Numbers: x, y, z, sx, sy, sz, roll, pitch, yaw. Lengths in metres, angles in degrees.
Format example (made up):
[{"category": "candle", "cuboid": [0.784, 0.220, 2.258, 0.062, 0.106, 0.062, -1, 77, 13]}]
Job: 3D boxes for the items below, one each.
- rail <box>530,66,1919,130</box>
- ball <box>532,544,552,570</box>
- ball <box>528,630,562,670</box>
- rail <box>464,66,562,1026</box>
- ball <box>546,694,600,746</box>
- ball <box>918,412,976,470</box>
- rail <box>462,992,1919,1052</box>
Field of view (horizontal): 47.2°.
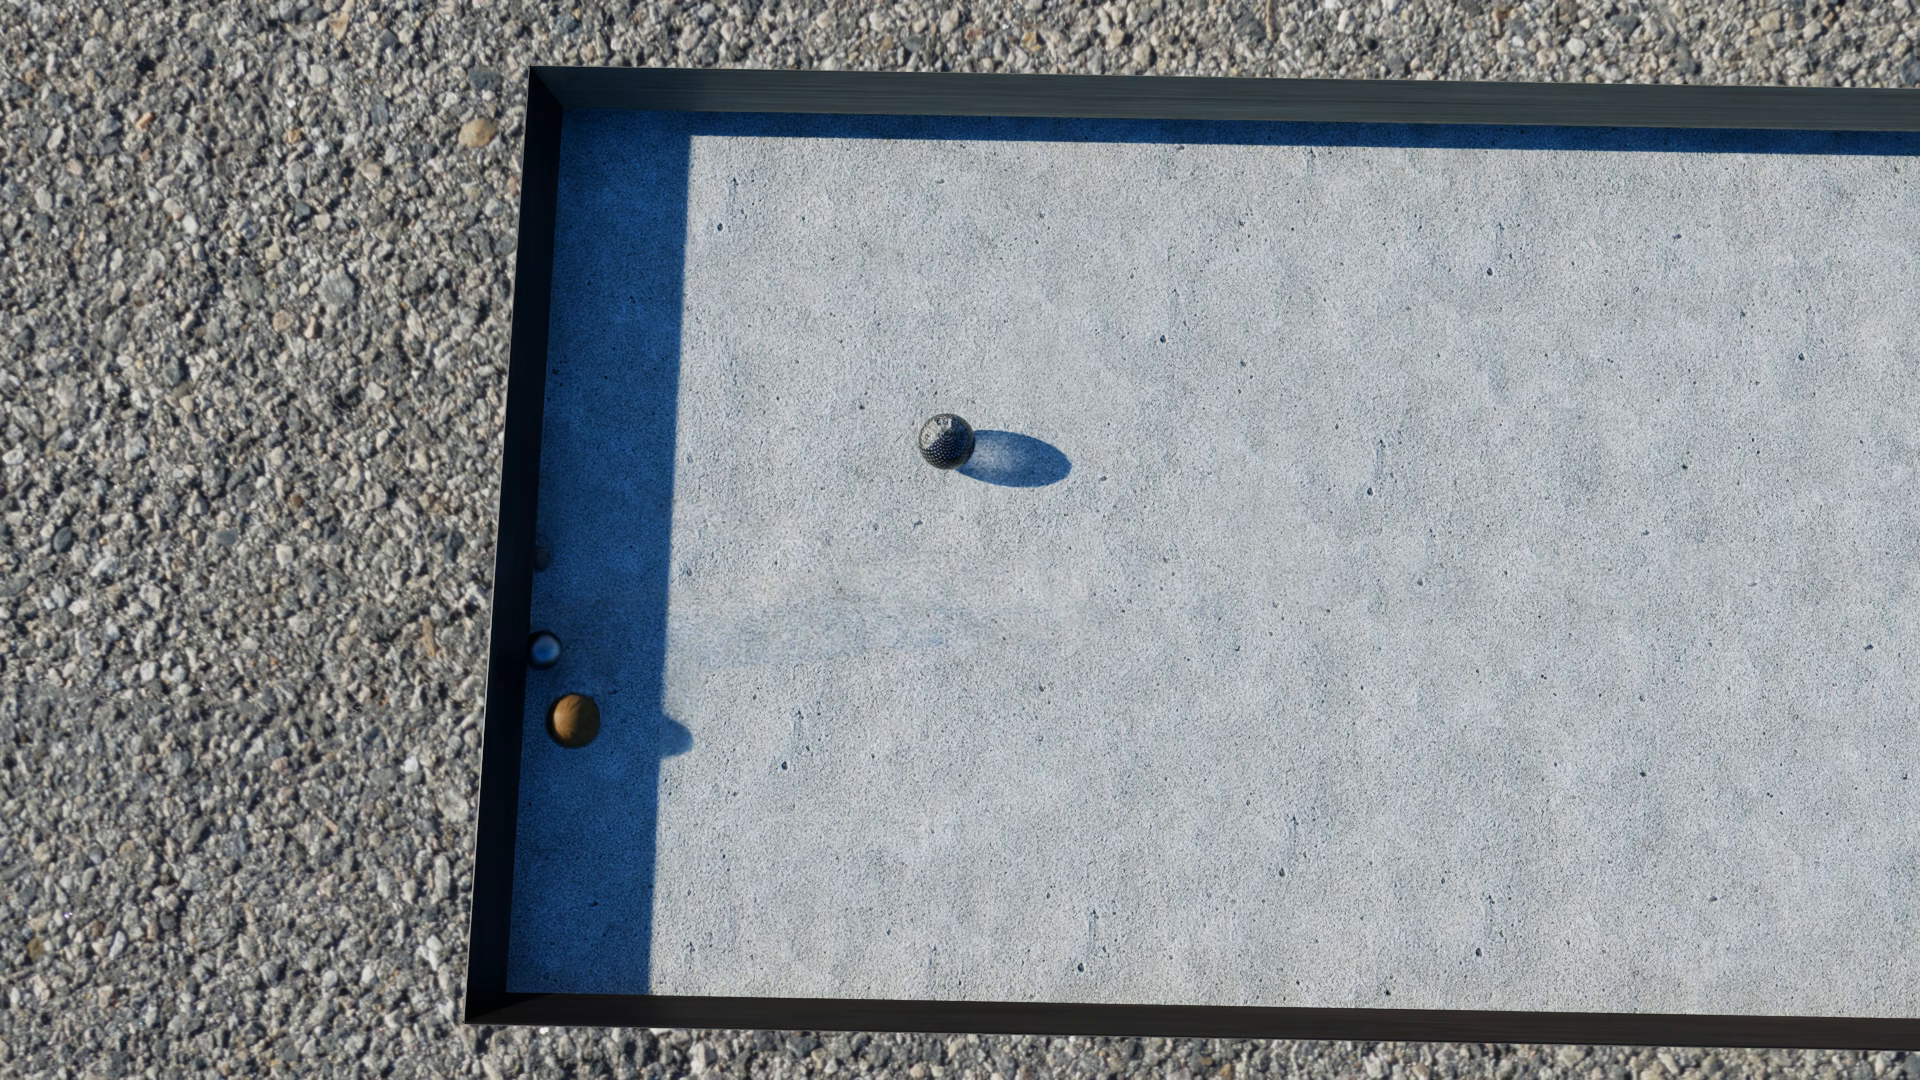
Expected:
[{"category": "rail", "cuboid": [0.697, -0.679, 3.461, 2.736, 0.114, 0.045, 1, 77, 0]}, {"category": "ball", "cuboid": [-0.640, 0.026, 3.333, 0.040, 0.040, 0.040, 0, 77, 0]}, {"category": "ball", "cuboid": [-0.624, 0.165, 3.291, 0.058, 0.058, 0.058, 0, 77, 0]}, {"category": "rail", "cuboid": [-0.660, -0.017, 3.304, 0.045, 0.114, 1.457, 1, 77, 0]}, {"category": "ball", "cuboid": [-0.572, 0.266, 3.256, 0.080, 0.080, 0.080, 0, 77, 0]}, {"category": "ball", "cuboid": [-0.020, -0.150, 3.350, 0.088, 0.088, 0.088, 0, 77, 0]}, {"category": "rail", "cuboid": [0.671, 0.692, 3.136, 2.736, 0.114, 0.045, 1, 77, 0]}]
